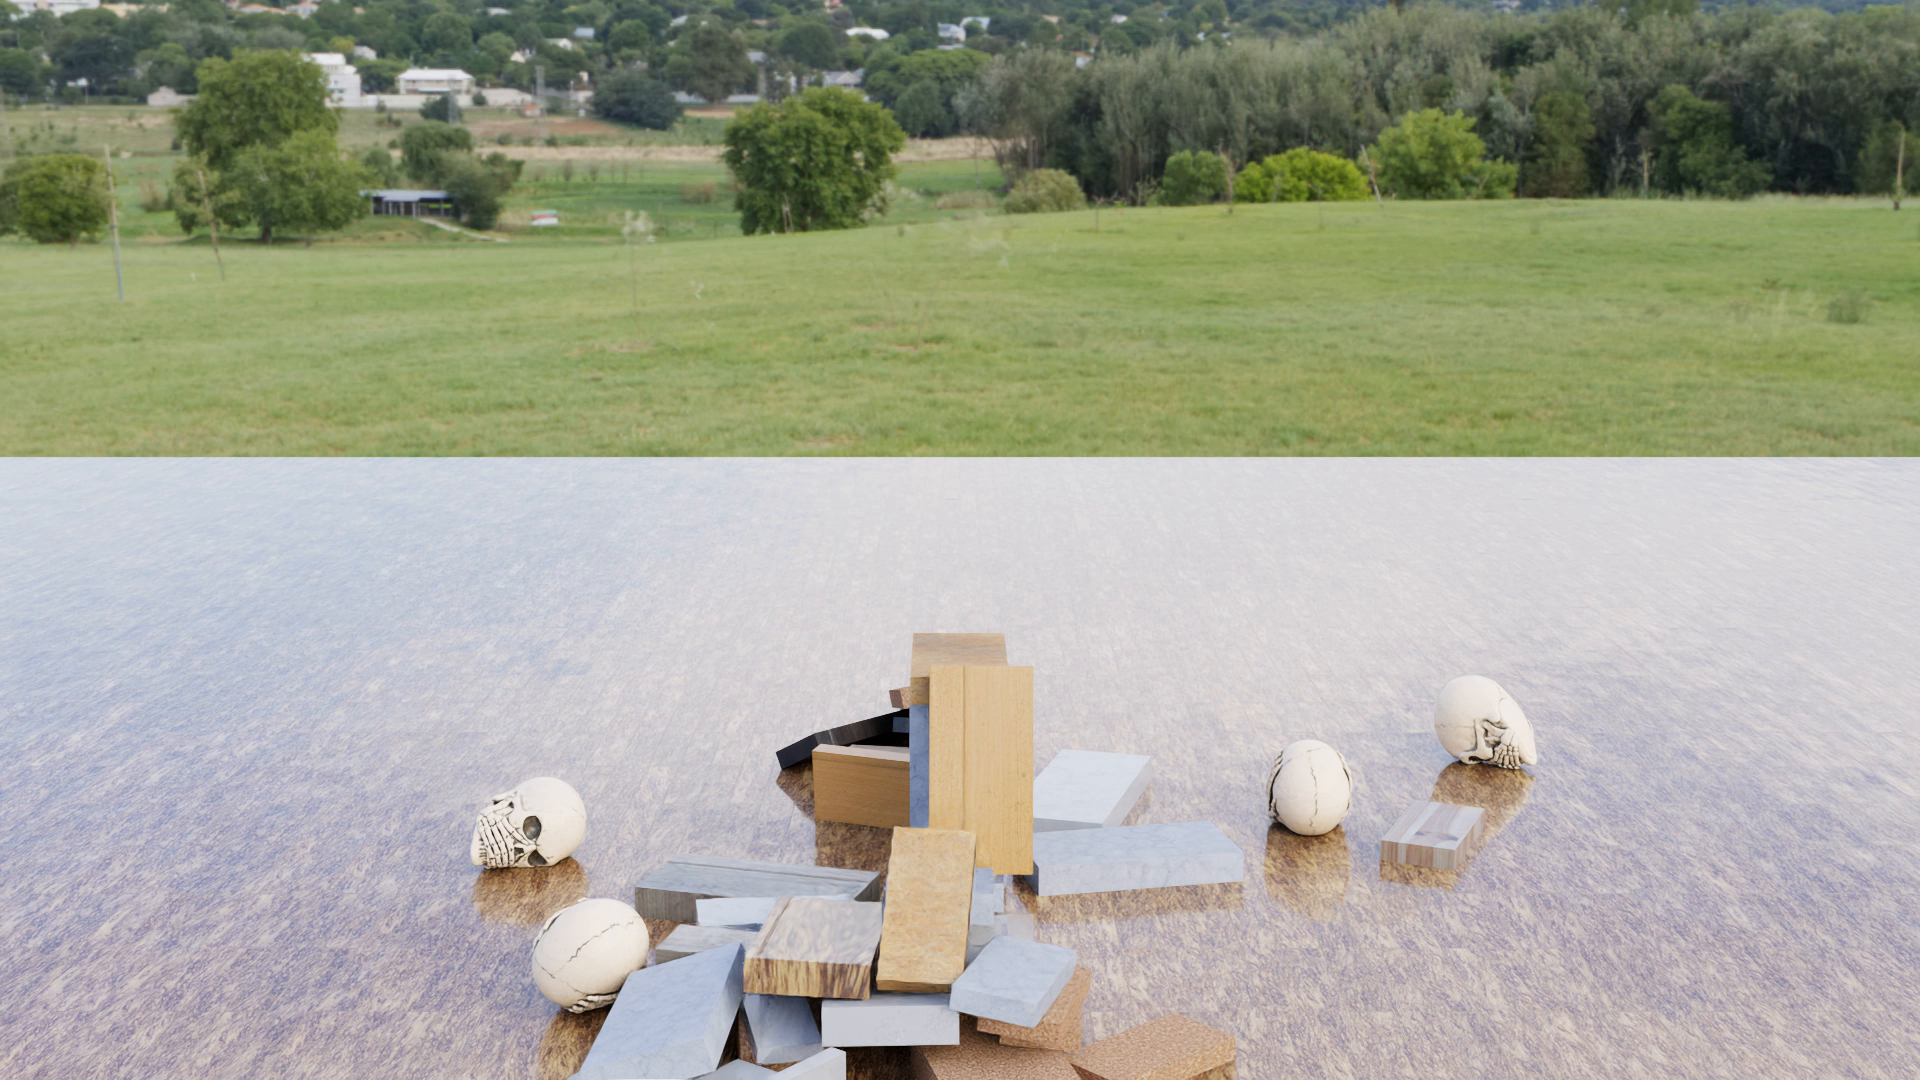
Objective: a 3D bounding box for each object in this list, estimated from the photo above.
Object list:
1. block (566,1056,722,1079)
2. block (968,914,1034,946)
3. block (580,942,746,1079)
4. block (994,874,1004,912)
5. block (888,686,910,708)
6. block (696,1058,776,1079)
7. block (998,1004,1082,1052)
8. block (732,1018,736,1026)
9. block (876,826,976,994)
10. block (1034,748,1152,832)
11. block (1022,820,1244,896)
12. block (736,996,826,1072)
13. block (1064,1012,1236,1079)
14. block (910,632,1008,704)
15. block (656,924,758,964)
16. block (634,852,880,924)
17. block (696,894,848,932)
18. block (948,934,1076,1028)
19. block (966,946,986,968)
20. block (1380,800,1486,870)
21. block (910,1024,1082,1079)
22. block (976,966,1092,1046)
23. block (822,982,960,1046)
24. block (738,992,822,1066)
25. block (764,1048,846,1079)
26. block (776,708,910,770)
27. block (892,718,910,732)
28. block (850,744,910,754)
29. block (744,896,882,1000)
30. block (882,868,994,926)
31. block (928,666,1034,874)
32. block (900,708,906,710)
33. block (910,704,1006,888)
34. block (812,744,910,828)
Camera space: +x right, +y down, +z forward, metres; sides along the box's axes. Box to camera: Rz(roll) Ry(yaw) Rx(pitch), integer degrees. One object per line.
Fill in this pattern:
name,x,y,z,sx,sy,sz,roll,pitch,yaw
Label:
block,-0.457,0.724,2.860,0.116,0.033,0.370,5,12,26
block,0.014,0.583,3.300,0.155,0.044,0.310,0,-9,9
block,-0.389,0.642,2.948,0.167,0.047,0.335,-17,9,6
block,-0.008,0.557,3.510,0.155,0.044,0.310,0,-4,1
block,-0.066,0.314,4.530,0.134,0.038,0.485,-11,-3,-5
block,-0.320,0.732,2.814,0.117,0.033,0.233,8,13,37
block,0.112,0.643,3.025,0.109,0.031,0.218,6,9,1
block,-0.330,0.662,3.215,0.088,0.025,0.176,5,11,23
block,-0.044,0.505,3.007,0.115,0.033,0.230,3,55,4
block,0.226,0.481,4.116,0.179,0.051,0.445,3,11,16
block,0.286,0.545,3.775,0.358,0.051,0.179,-2,11,-12
block,-0.251,0.671,3.061,0.117,0.033,0.233,1,17,-8
block,0.254,0.702,2.979,0.229,0.033,0.115,-9,14,-41
block,-0.001,0.218,3.766,0.162,0.046,0.325,0,11,0
block,-0.311,0.600,3.180,0.232,0.033,0.116,4,8,10
block,-0.328,0.579,3.590,0.358,0.051,0.179,3,11,16
block,-0.281,0.576,3.332,0.232,0.033,0.116,0,10,-9
block,0.073,0.587,2.940,0.115,0.033,0.229,9,10,15
block,0.028,0.613,3.249,0.109,0.031,0.218,1,-9,6
block,0.846,0.524,3.923,0.130,0.037,0.259,5,12,24
block,0.093,0.740,2.720,0.179,0.051,0.606,-3,11,-14
block,0.102,0.619,2.970,0.109,0.031,0.218,9,10,13
block,-0.098,0.641,3.039,0.179,0.051,0.357,0,-3,-2
block,-0.247,0.658,3.004,0.088,0.025,0.176,-1,17,-14
block,-0.224,0.715,2.756,0.025,0.088,0.218,8,13,38
block,-0.185,0.392,4.483,0.394,0.037,0.130,-11,-13,-46
block,-0.041,0.377,4.431,0.103,0.029,0.207,1,-5,26
block,-0.123,0.444,4.133,0.268,0.038,0.134,-1,31,33
block,-0.194,0.569,3.087,0.167,0.047,0.352,3,4,2
block,-0.029,0.515,3.196,0.155,0.044,0.310,1,-2,0
block,0.034,0.372,3.567,0.167,0.335,0.047,0,-4,-2
block,-0.078,0.358,4.845,0.094,0.027,0.187,0,11,3
block,-0.003,0.420,3.692,0.162,0.325,0.046,0,11,0
block,-0.138,0.456,4.018,0.268,0.134,0.038,4,16,22
